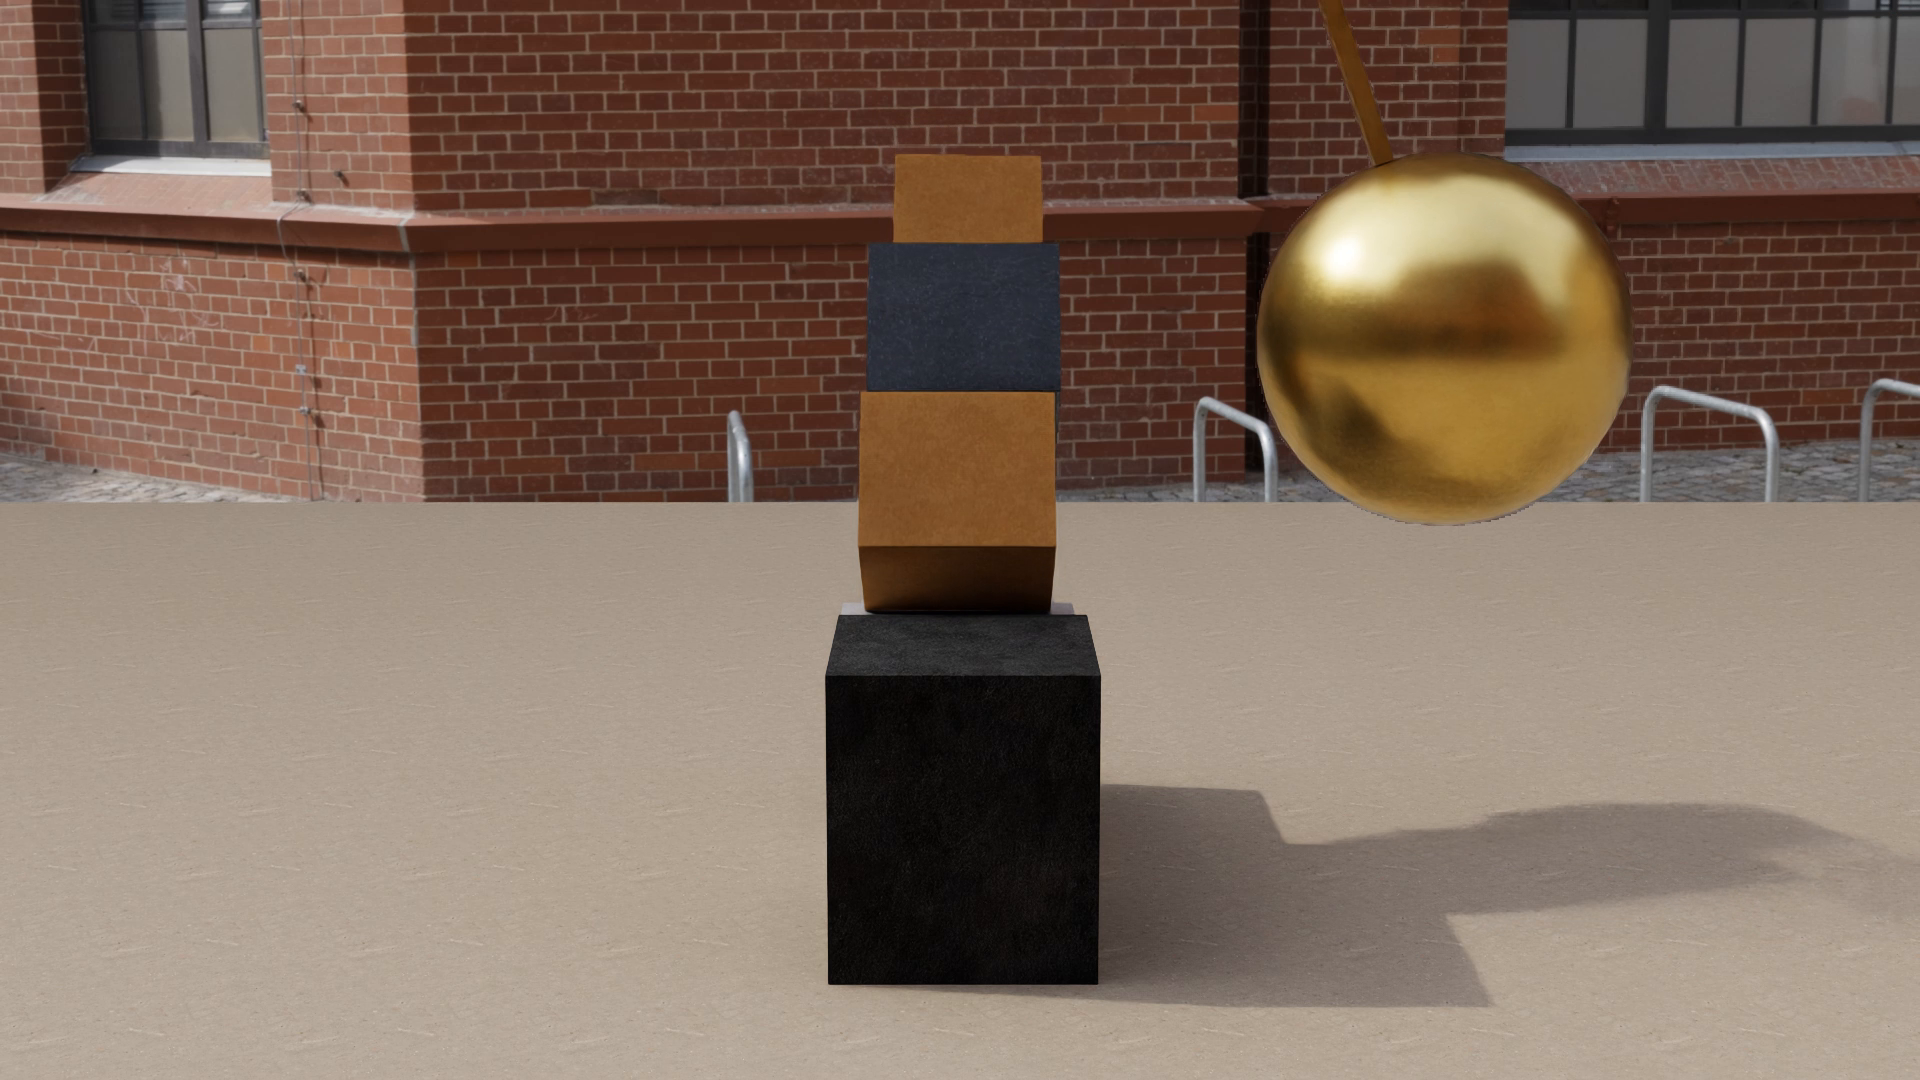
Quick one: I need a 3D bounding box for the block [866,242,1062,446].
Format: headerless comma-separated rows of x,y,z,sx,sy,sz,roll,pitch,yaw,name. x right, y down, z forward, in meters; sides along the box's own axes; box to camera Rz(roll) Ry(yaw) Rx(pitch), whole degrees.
0.018,-0.831,11.675,0.848,0.729,0.827,0,-22,0,block

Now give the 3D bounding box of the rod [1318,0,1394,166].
0.899,-4.003,10.453,0.080,5.200,0.080,-20,10,4,rod

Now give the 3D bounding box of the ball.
2.074,-0.864,11.023,1.600,1.600,1.600,0,10,0,ball

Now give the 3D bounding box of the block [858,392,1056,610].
-0.011,-0.162,11.390,0.842,0.718,0.807,0,-21,0,block

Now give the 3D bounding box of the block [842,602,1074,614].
-0.010,0.911,11.468,1.054,1.104,0.898,0,10,0,block

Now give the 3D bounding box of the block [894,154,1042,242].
0.034,-1.384,12.161,0.688,0.660,0.594,0,-22,-1,block

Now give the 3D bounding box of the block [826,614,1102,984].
0.012,1.027,10.454,1.054,1.239,1.119,0,10,0,block
